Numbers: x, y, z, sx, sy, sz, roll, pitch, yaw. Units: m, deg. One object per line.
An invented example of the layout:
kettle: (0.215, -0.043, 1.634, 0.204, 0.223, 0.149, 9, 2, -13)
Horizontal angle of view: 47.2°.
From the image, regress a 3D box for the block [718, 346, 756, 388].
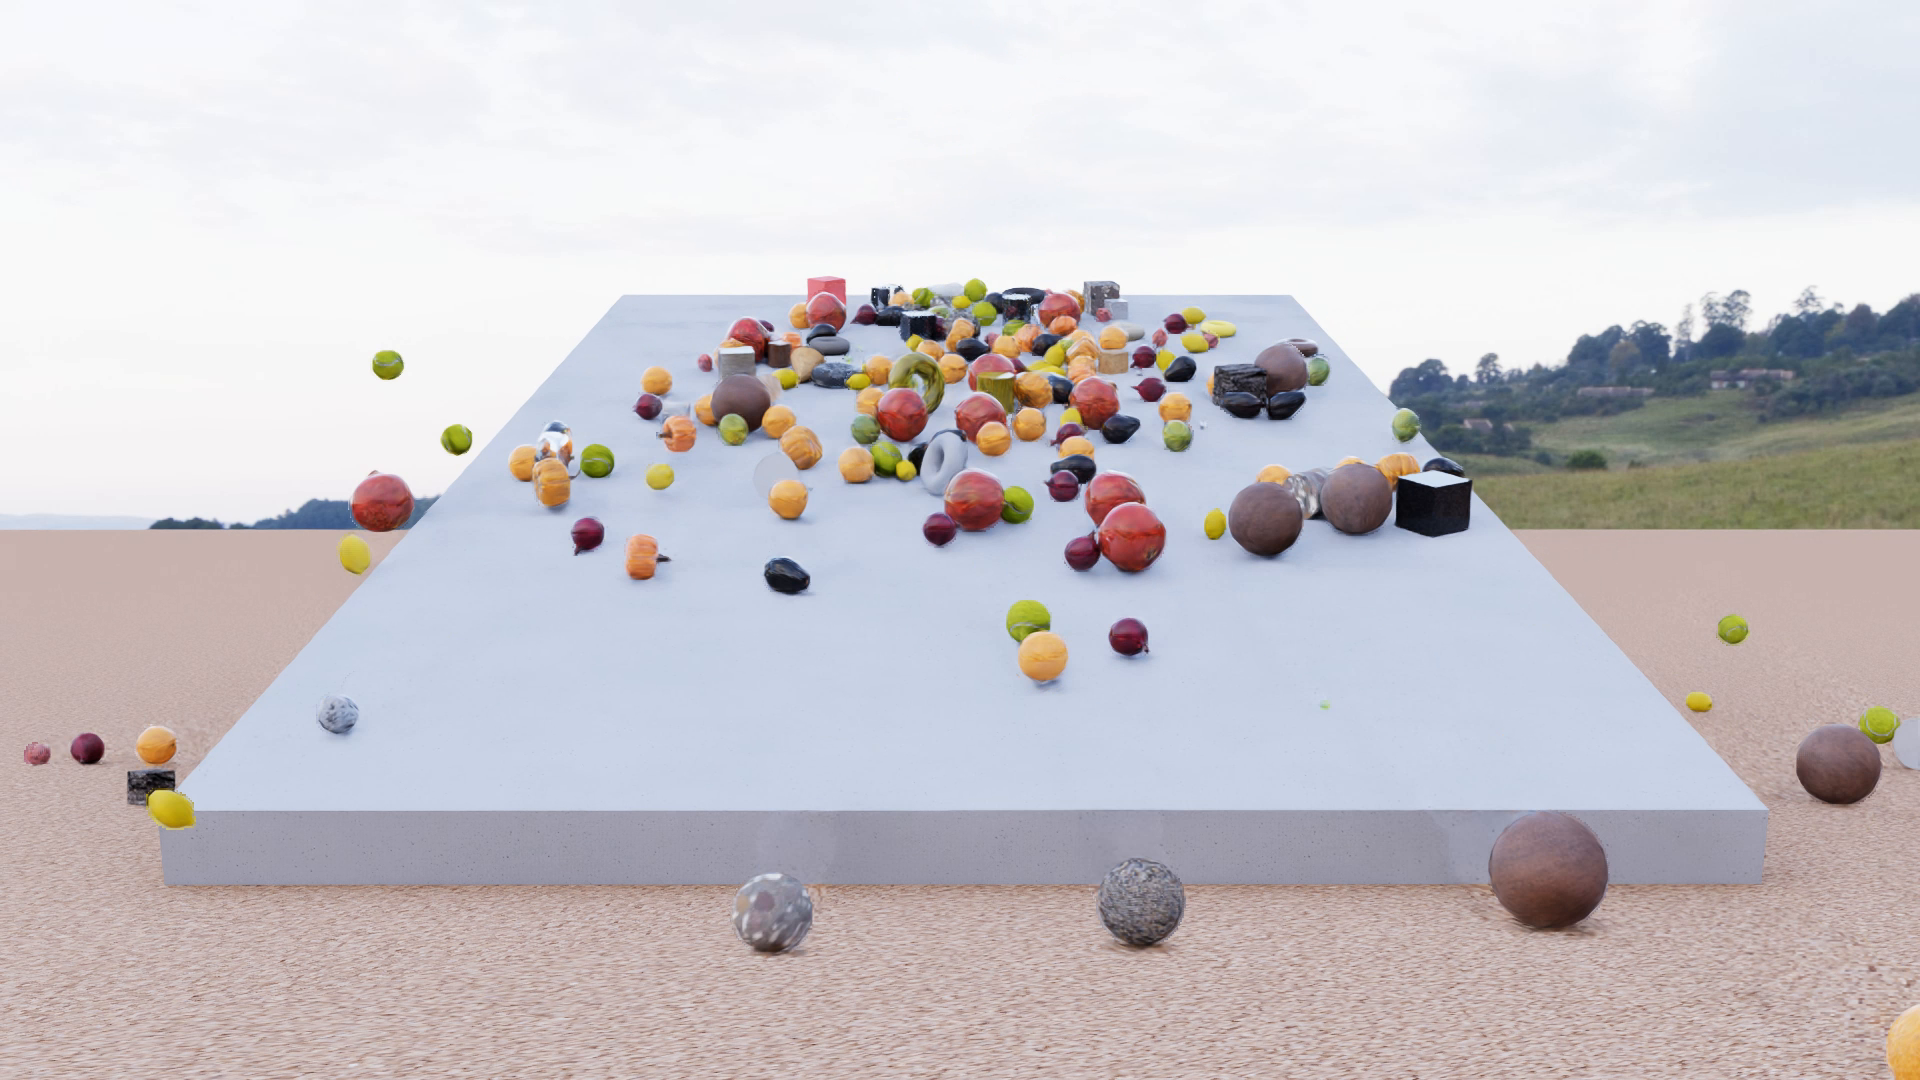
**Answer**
block: (-0.536, -0.416, 5.282, 0.081, 0.081, 0.081, -3, 16, -11)

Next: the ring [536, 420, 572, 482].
ring: (-0.795, -0.173, 4.311, 0.041, 0.123, 0.123, 11, 2, 10)

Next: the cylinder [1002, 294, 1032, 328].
cylinder: (0.157, -0.631, 6.062, 0.078, 0.078, 0.078, 0, 16, 0)

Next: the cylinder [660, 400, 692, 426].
cylinder: (-0.624, -0.278, 4.835, 0.051, 0.051, 0.051, -15, -4, 15)

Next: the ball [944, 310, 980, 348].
ball: (0.007, -0.552, 5.745, 0.095, 0.095, 0.095, 0, 0, 0)

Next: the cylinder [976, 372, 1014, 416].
cylinder: (0.081, -0.331, 4.969, 0.085, 0.085, 0.085, 0, 16, 0)

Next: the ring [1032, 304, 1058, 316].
ring: (0.235, -0.651, 6.230, 0.083, 0.028, 0.083, -1, 15, 0)

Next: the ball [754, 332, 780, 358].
ball: (-0.489, -0.498, 5.603, 0.066, 0.066, 0.066, 0, 0, 0)

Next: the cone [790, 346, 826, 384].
cone: (-0.379, -0.402, 5.306, 0.091, 0.091, 0.091, 0, 42, 19)

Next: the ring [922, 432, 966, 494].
ring: (-0.032, -0.147, 4.244, 0.042, 0.125, 0.125, 17, -8, -30)

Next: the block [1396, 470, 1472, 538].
block: (0.862, -0.066, 4.004, 0.093, 0.093, 0.093, -10, 18, -32)

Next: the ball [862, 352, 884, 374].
ball: (-0.212, -0.437, 5.405, 0.055, 0.055, 0.055, 0, 0, 0)

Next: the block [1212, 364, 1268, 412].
block: (0.640, -0.350, 5.032, 0.089, 0.089, 0.089, -6, 17, -22)

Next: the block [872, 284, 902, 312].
block: (-0.211, -0.697, 6.327, 0.064, 0.064, 0.064, 9, 18, 29)

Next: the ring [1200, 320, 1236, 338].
ring: (0.696, -0.569, 5.925, 0.098, 0.033, 0.098, 3, 17, -1)

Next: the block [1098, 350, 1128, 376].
block: (0.378, -0.438, 5.418, 0.052, 0.052, 0.052, -13, 20, -39)

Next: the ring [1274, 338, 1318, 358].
ring: (0.866, -0.495, 5.652, 0.113, 0.038, 0.113, 1, 15, 0)

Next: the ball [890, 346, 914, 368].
ball: (-0.138, -0.437, 5.378, 0.070, 0.070, 0.070, 0, 0, 0)

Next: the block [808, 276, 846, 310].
block: (-0.386, -0.718, 6.370, 0.080, 0.080, 0.080, -13, 20, -40)

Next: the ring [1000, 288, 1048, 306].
ring: (0.186, -0.697, 6.359, 0.141, 0.047, 0.141, 0, 19, 0)

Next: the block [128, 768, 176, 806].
block: (-1.305, 0.399, 3.549, 0.053, 0.053, 0.053, 0, 1, 36)

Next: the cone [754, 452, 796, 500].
cone: (-0.339, -0.113, 4.264, 0.092, 0.092, 0.092, 0, -12, 21)

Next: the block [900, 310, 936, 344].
block: (-0.110, -0.563, 5.829, 0.073, 0.073, 0.073, -6, 17, -20)

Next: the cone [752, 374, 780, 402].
cone: (-0.439, -0.341, 5.103, 0.072, 0.072, 0.072, 0, -15, 13)

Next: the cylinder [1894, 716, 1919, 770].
cylinder: (1.789, 0.372, 4.049, 0.097, 0.097, 0.097, -1, 1, -39)

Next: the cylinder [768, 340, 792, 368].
cylinder: (-0.450, -0.465, 5.501, 0.057, 0.057, 0.057, 0, 16, 0)

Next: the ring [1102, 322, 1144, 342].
ring: (0.437, -0.555, 5.868, 0.112, 0.037, 0.112, 1, 16, 0)

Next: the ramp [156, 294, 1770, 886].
ramp: (-0.002, -0.152, 4.669, 2.000, 0.100, 4.000, 0, 16, 0)

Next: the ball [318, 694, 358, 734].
ball: (-0.844, 0.235, 2.985, 0.054, 0.054, 0.054, 0, 0, 0)

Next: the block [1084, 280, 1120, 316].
block: (0.402, -0.689, 6.262, 0.084, 0.084, 0.084, -3, 16, -11)

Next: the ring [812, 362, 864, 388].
ring: (-0.294, -0.395, 5.277, 0.129, 0.043, 0.129, 3, 17, -1)

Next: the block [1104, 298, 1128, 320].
block: (0.438, -0.647, 6.172, 0.051, 0.051, 0.051, -5, 16, -19)

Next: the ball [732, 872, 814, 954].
ball: (-0.197, 0.393, 2.320, 0.085, 0.085, 0.085, 0, 0, 0)

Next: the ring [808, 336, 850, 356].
ring: (-0.337, -0.500, 5.671, 0.107, 0.036, 0.107, 1, 16, 0)

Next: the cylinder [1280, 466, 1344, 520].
cylinder: (0.656, -0.088, 4.096, 0.085, 0.085, 0.085, 0, 12, 43)

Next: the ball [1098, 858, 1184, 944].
ball: (0.194, 0.388, 2.366, 0.093, 0.093, 0.093, 0, 0, 0)

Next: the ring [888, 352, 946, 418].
ring: (-0.096, -0.348, 4.927, 0.148, 0.148, 0.049, 0, 1, -38)

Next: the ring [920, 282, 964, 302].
ring: (-0.054, -0.724, 6.443, 0.134, 0.045, 0.134, -8, 11, 2)

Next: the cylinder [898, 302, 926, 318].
cylinder: (-0.130, -0.626, 6.085, 0.057, 0.057, 0.057, 13, 9, 40)

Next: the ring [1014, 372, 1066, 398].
ring: (0.185, -0.366, 5.172, 0.134, 0.045, 0.134, 1, 17, 0)
